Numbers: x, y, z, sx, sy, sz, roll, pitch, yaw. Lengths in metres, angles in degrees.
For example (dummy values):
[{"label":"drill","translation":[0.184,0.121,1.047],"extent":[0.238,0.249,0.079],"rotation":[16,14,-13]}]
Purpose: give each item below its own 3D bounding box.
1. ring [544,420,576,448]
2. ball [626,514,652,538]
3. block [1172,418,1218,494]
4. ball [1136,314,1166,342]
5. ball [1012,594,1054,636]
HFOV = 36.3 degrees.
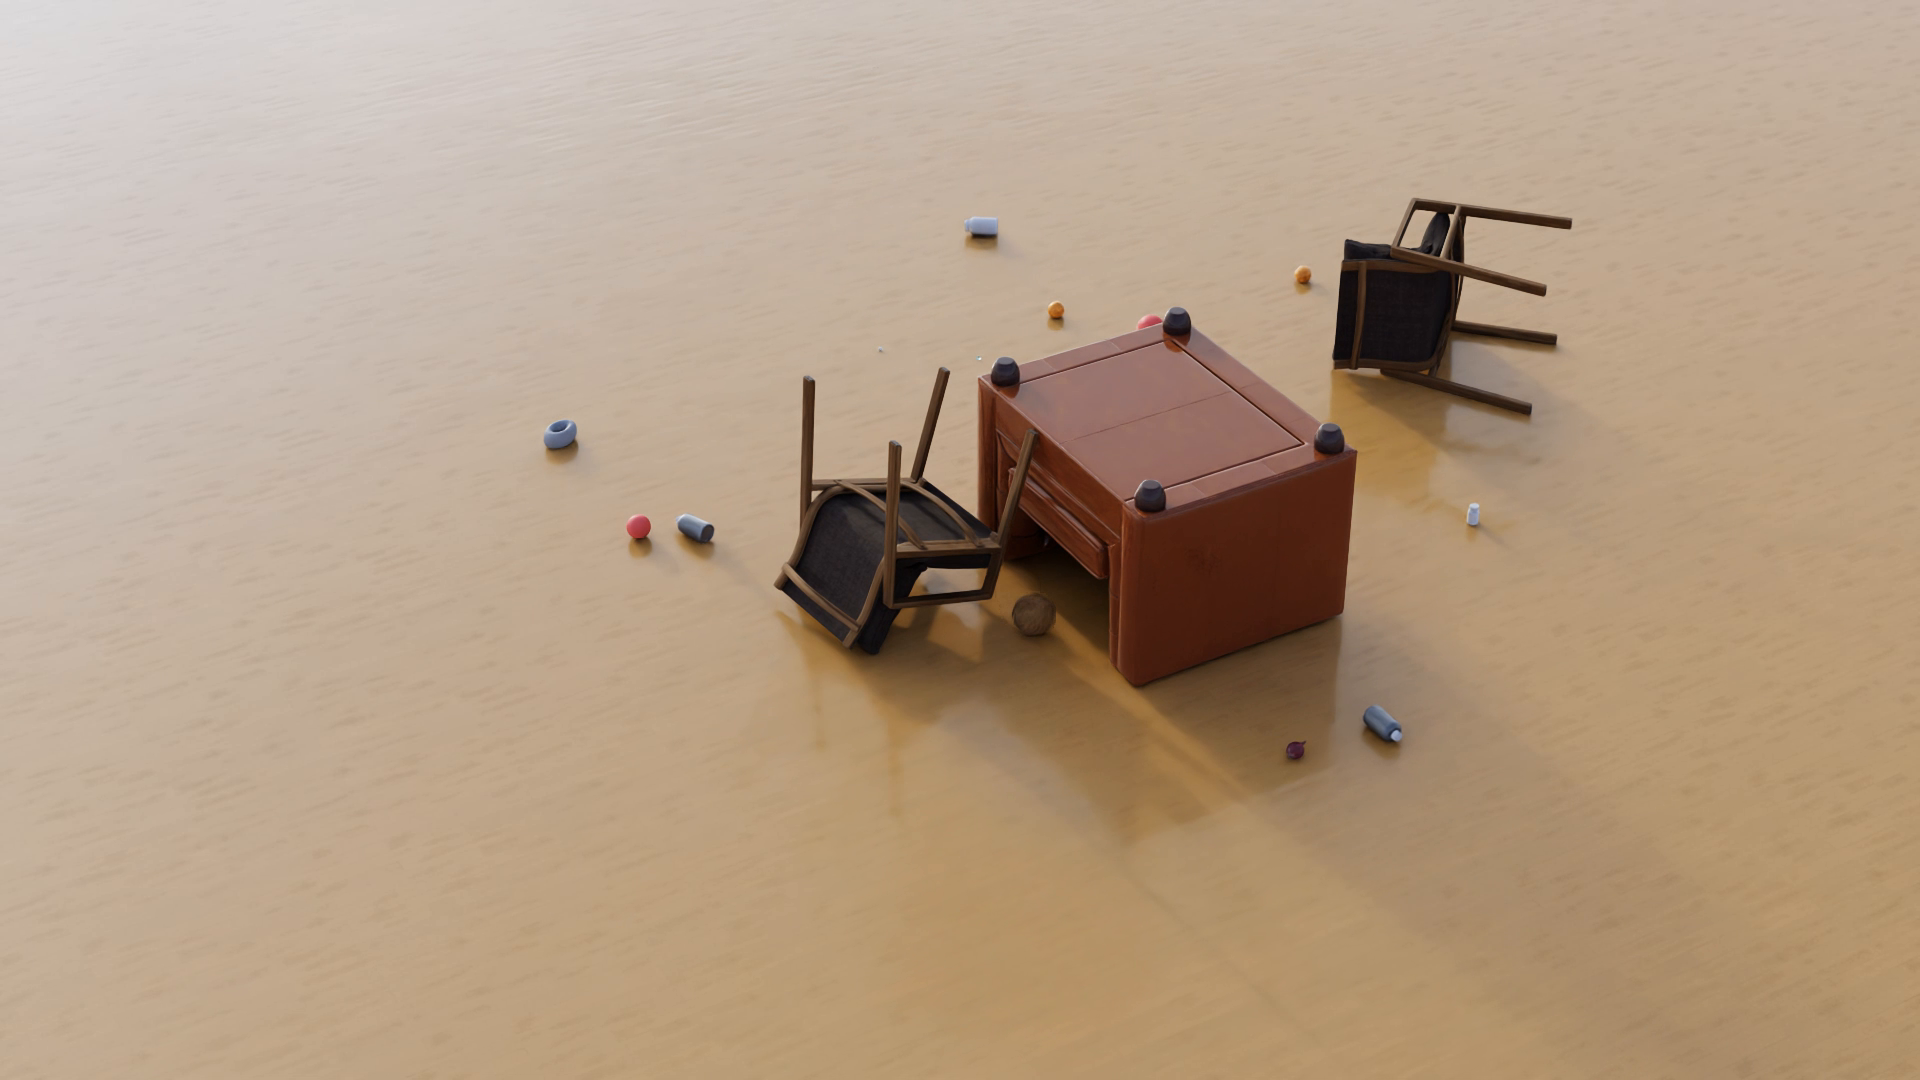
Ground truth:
[{"label":"ring","translation":[-1.569,-0.415,11.504],"extent":[0.150,0.078,0.094],"rotation":[-31,52,-33]},{"label":"ball","translation":[-1.199,-0.050,10.938],"extent":[0.092,0.092,0.092],"rotation":[0,33,0]},{"label":"block","translation":[0.901,-0.325,11.227],"extent":[0.098,0.231,0.154],"rotation":[-18,37,-25]},{"label":"ball","translation":[0.793,-0.878,12.170],"extent":[0.116,0.116,0.116],"rotation":[0,33,0]},{"label":"ball","translation":[0.261,0.264,10.408],"extent":[0.150,0.150,0.150],"rotation":[0,33,0]}]
